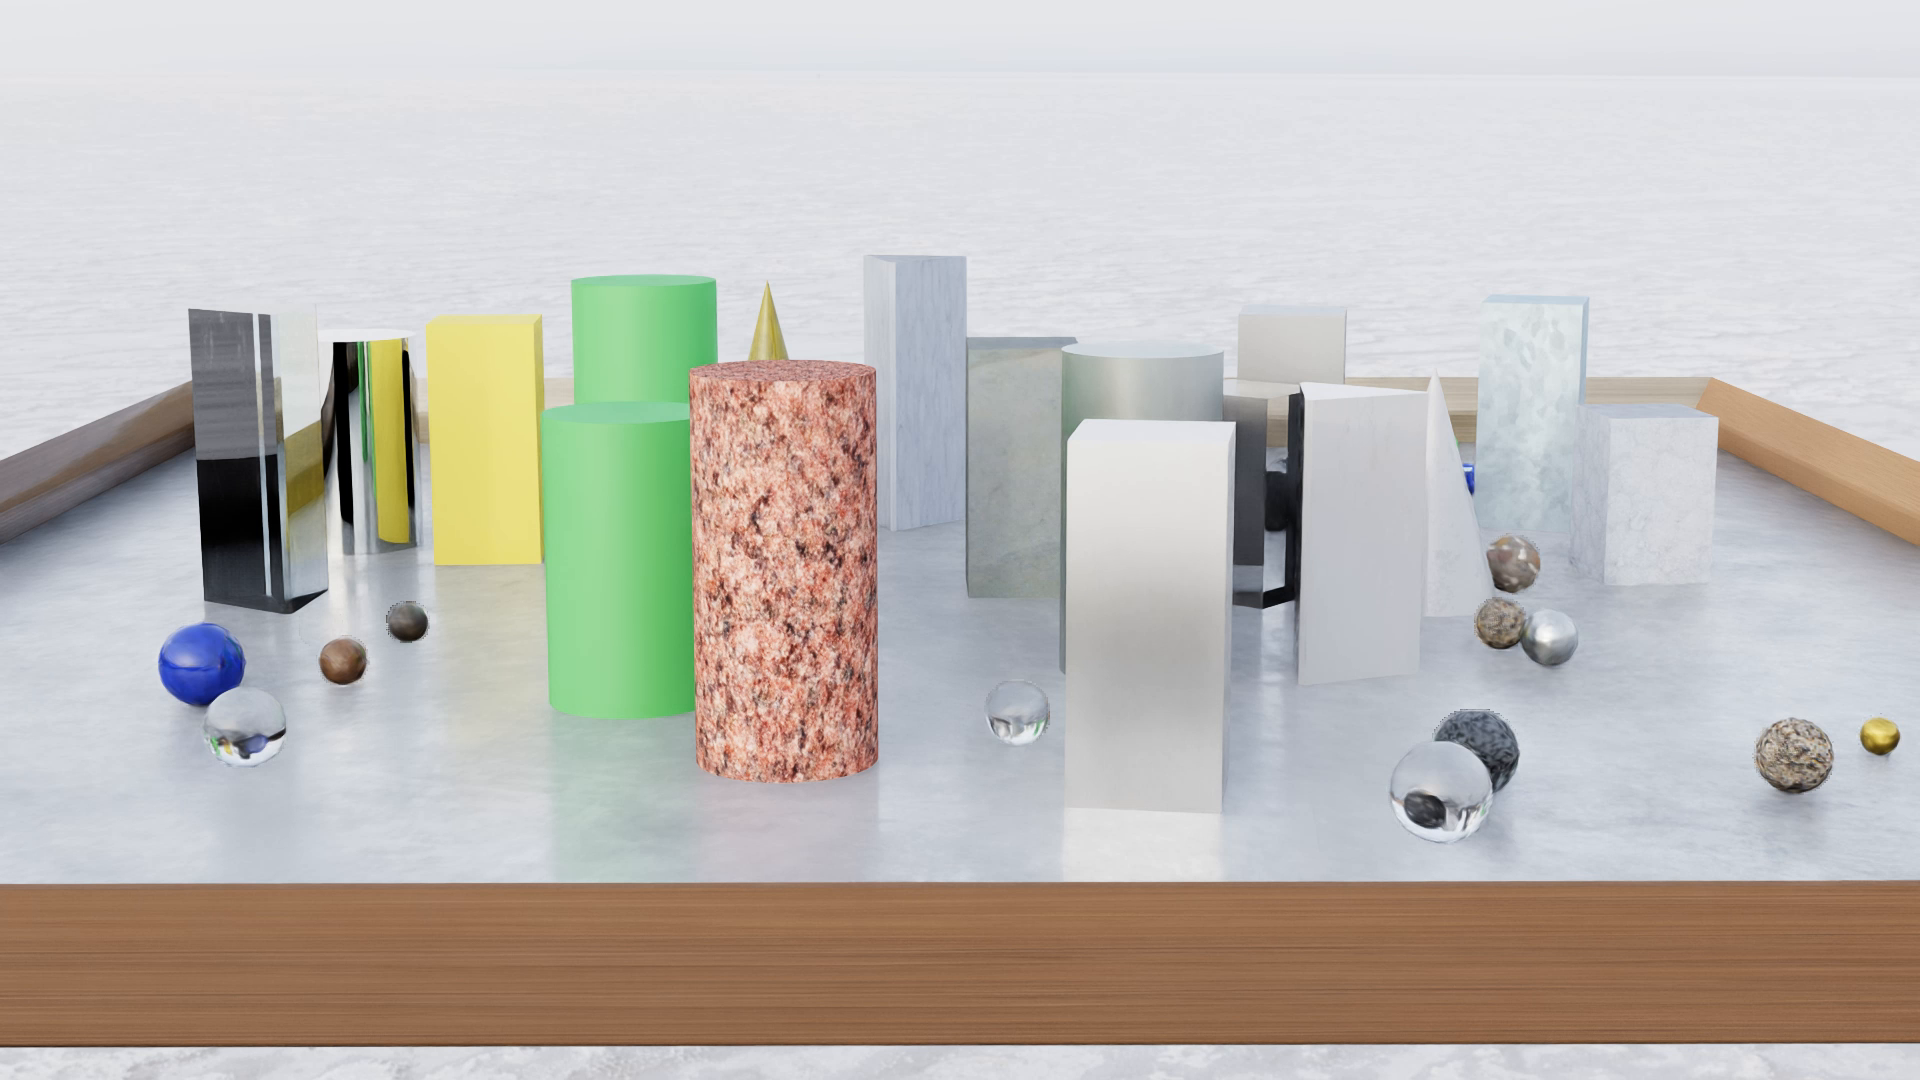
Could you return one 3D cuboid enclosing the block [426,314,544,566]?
[{"bbox_3d":[-0.702,-0.152,3.823,0.155,0.354,0.155,-1,11,-4],"label":"block"}]

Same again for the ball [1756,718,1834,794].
[{"bbox_3d":[0.843,0.218,2.593,0.076,0.076,0.076,0,11,0],"label":"ball"}]

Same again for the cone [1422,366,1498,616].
[{"bbox_3d":[0.641,-0.076,3.488,0.193,0.326,0.193,0,11,0],"label":"cone"}]

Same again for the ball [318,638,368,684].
[{"bbox_3d":[-0.732,0.144,3.045,0.056,0.056,0.056,0,11,0],"label":"ball"}]

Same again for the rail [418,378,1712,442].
[{"bbox_3d":[-0.009,-0.248,4.960,2.940,0.126,0.045,0,11,0],"label":"rail"}]

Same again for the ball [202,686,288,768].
[{"bbox_3d":[-0.748,0.196,2.685,0.085,0.085,0.085,0,11,0],"label":"ball"}]

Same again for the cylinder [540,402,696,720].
[{"bbox_3d":[-0.380,0.019,2.952,0.193,0.335,0.193,0,11,0],"label":"cylinder"}]

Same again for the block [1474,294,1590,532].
[{"bbox_3d":[0.913,-0.205,4.100,0.155,0.358,0.155,3,11,17],"label":"block"}]

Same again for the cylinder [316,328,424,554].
[{"bbox_3d":[-0.923,-0.153,3.917,0.193,0.321,0.193,0,11,0],"label":"cylinder"}]

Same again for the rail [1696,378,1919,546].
[{"bbox_3d":[1.446,0.031,3.457,0.045,0.126,3.121,0,11,0],"label":"rail"}]

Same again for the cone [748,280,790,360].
[{"bbox_3d":[-0.324,-0.257,4.344,0.193,0.370,0.193,0,11,0],"label":"cone"}]

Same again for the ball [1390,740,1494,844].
[{"bbox_3d":[0.455,0.238,2.426,0.097,0.097,0.097,0,11,0],"label":"ball"}]

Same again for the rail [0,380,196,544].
[{"bbox_3d":[-1.446,0.034,3.441,0.045,0.126,3.121,0,11,0],"label":"rail"}]

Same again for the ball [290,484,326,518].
[{"bbox_3d":[-1.060,-0.064,4.169,0.055,0.055,0.055,0,11,0],"label":"ball"}]

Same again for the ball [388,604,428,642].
[{"bbox_3d":[-0.703,0.105,3.269,0.050,0.050,0.050,0,11,0],"label":"ball"}]

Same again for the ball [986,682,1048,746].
[{"bbox_3d":[0.062,0.188,2.775,0.069,0.069,0.069,0,11,0],"label":"ball"}]

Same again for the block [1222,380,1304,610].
[{"bbox_3d":[0.397,-0.067,3.549,0.155,0.287,0.155,8,13,38],"label":"block"}]

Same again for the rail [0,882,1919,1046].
[{"bbox_3d":[0.009,0.313,1.938,2.940,0.126,0.045,0,11,0],"label":"rail"}]

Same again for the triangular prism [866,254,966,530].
[{"bbox_3d":[-0.100,-0.242,4.120,0.145,0.423,0.168,10,14,43],"label":"triangular prism"}]

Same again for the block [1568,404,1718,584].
[{"bbox_3d":[0.981,-0.068,3.691,0.155,0.237,0.155,-1,11,-5],"label":"block"}]

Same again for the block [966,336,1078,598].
[{"bbox_3d":[0.087,-0.104,3.587,0.155,0.345,0.155,0,11,-1],"label":"block"}]

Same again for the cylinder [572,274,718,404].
[{"bbox_3d":[-0.423,-0.132,3.476,0.193,0.440,0.193,0,11,0],"label":"cylinder"}]

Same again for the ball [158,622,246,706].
[{"bbox_3d":[-0.869,0.142,2.941,0.097,0.097,0.097,0,11,0],"label":"ball"}]

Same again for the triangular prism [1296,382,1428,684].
[{"bbox_3d":[0.452,-0.014,3.115,0.168,0.341,0.145,-5,12,-24],"label":"triangular prism"}]

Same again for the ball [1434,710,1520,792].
[{"bbox_3d":[0.518,0.215,2.580,0.087,0.087,0.087,0,11,0],"label":"ball"}]

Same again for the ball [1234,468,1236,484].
[{"bbox_3d":[0.422,-0.071,4.098,0.095,0.095,0.095,0,11,0],"label":"ball"}]

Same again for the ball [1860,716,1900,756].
[{"bbox_3d":[0.981,0.209,2.737,0.041,0.041,0.041,0,11,0],"label":"ball"}]

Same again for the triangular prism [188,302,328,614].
[{"bbox_3d":[-0.929,-0.118,3.506,0.168,0.402,0.145,7,13,33],"label":"triangular prism"}]

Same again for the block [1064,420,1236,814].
[{"bbox_3d":[0.192,0.073,2.575,0.155,0.367,0.155,2,11,8],"label":"block"}]

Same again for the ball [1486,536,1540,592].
[{"bbox_3d":[0.761,0.034,3.539,0.078,0.078,0.078,0,11,0],"label":"ball"}]

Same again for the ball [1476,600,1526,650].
[{"bbox_3d":[0.680,0.106,3.229,0.063,0.063,0.063,0,11,0],"label":"ball"}]

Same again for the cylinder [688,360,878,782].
[{"bbox_3d":[-0.183,0.028,2.689,0.193,0.414,0.193,0,11,0],"label":"cylinder"}]

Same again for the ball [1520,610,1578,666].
[{"bbox_3d":[0.721,0.120,3.139,0.069,0.069,0.069,0,11,0],"label":"ball"}]

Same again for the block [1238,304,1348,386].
[{"bbox_3d":[0.498,-0.164,3.861,0.155,0.363,0.155,2,11,9],"label":"block"}]

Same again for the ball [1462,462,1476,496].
[{"bbox_3d":[0.862,-0.103,4.373,0.057,0.057,0.057,0,11,0],"label":"ball"}]

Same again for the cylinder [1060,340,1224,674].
[{"bbox_3d":[0.218,-0.036,3.095,0.193,0.391,0.193,0,11,0],"label":"cylinder"}]
